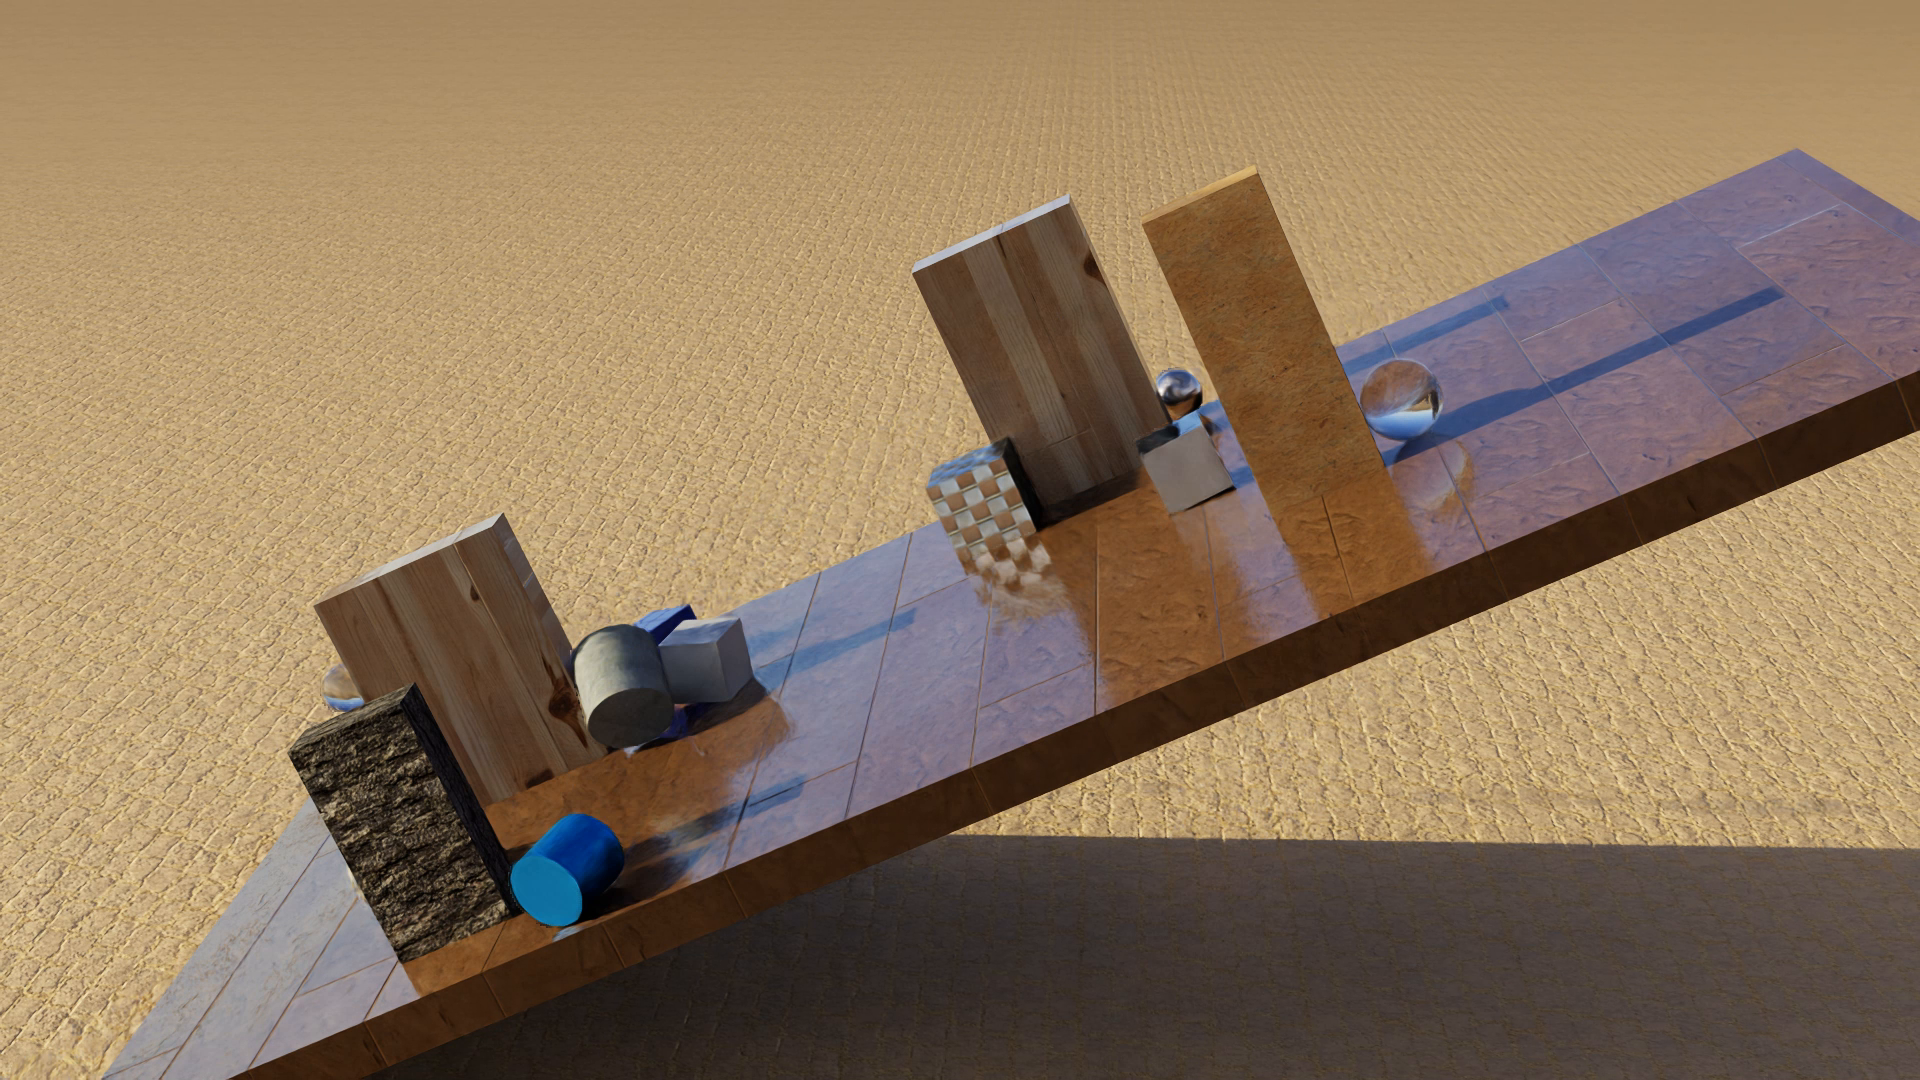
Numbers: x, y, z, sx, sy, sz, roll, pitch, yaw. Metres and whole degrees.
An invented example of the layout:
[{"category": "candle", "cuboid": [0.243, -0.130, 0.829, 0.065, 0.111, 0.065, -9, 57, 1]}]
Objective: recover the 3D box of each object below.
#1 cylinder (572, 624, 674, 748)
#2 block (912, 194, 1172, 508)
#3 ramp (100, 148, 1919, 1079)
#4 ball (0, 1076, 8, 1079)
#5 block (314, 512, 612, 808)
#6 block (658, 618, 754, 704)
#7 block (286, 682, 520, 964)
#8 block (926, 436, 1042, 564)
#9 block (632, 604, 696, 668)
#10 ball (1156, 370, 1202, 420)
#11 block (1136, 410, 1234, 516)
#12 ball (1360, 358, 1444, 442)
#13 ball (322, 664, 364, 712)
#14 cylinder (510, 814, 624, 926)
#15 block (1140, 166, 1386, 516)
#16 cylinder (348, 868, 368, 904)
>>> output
[{"category": "cylinder", "cuboid": [-0.745, 0.323, 6.498, 0.192, 0.192, 0.192, -5, 46, -18]}, {"category": "block", "cuboid": [0.204, -0.432, 6.881, 0.397, 0.634, 0.140, -23, 13, 9]}, {"category": "ramp", "cuboid": [0.134, 0.169, 6.283, 4.000, 0.100, 2.000, -23, 13, 9]}, {"category": "ball", "cuboid": [-1.940, 1.131, 5.897, 0.114, 0.114, 0.114, 0, 15, 0]}, {"category": "block", "cuboid": [-1.103, 0.295, 6.585, 0.448, 0.576, 0.123, -23, 13, 9]}, {"category": "block", "cuboid": [-0.568, 0.270, 6.588, 0.142, 0.142, 0.142, -4, 20, 21]}, {"category": "block", "cuboid": [-1.076, 0.553, 5.737, 0.245, 0.479, 0.135, -23, 13, 9]}, {"category": "block", "cuboid": [0.058, -0.094, 6.809, 0.193, 0.193, 0.193, -23, 13, 11]}, {"category": "block", "cuboid": [-0.699, 0.262, 6.911, 0.152, 0.152, 0.152, -11, 19, 48]}, {"category": "ball", "cuboid": [0.526, -0.350, 7.104, 0.122, 0.122, 0.122, 0, 15, 0]}, {"category": "block", "cuboid": [0.485, -0.166, 6.371, 0.151, 0.151, 0.151, -27, 13, 6]}, {"category": "ball", "cuboid": [0.906, -0.287, 6.039, 0.169, 0.169, 0.169, 0, 15, 0]}, {"category": "ball", "cuboid": [-1.753, 0.424, 8.411, 0.142, 0.142, 0.142, 0, 15, 0]}, {"category": "cylinder", "cuboid": [-0.739, 0.621, 5.540, 0.155, 0.155, 0.155, 7, 29, 23]}, {"category": "block", "cuboid": [0.613, -0.402, 5.947, 0.249, 0.656, 0.117, -23, 13, 9]}, {"category": "cylinder", "cuboid": [-1.167, 0.673, 6.148, 0.158, 0.158, 0.158, -18, 5, 30]}]
